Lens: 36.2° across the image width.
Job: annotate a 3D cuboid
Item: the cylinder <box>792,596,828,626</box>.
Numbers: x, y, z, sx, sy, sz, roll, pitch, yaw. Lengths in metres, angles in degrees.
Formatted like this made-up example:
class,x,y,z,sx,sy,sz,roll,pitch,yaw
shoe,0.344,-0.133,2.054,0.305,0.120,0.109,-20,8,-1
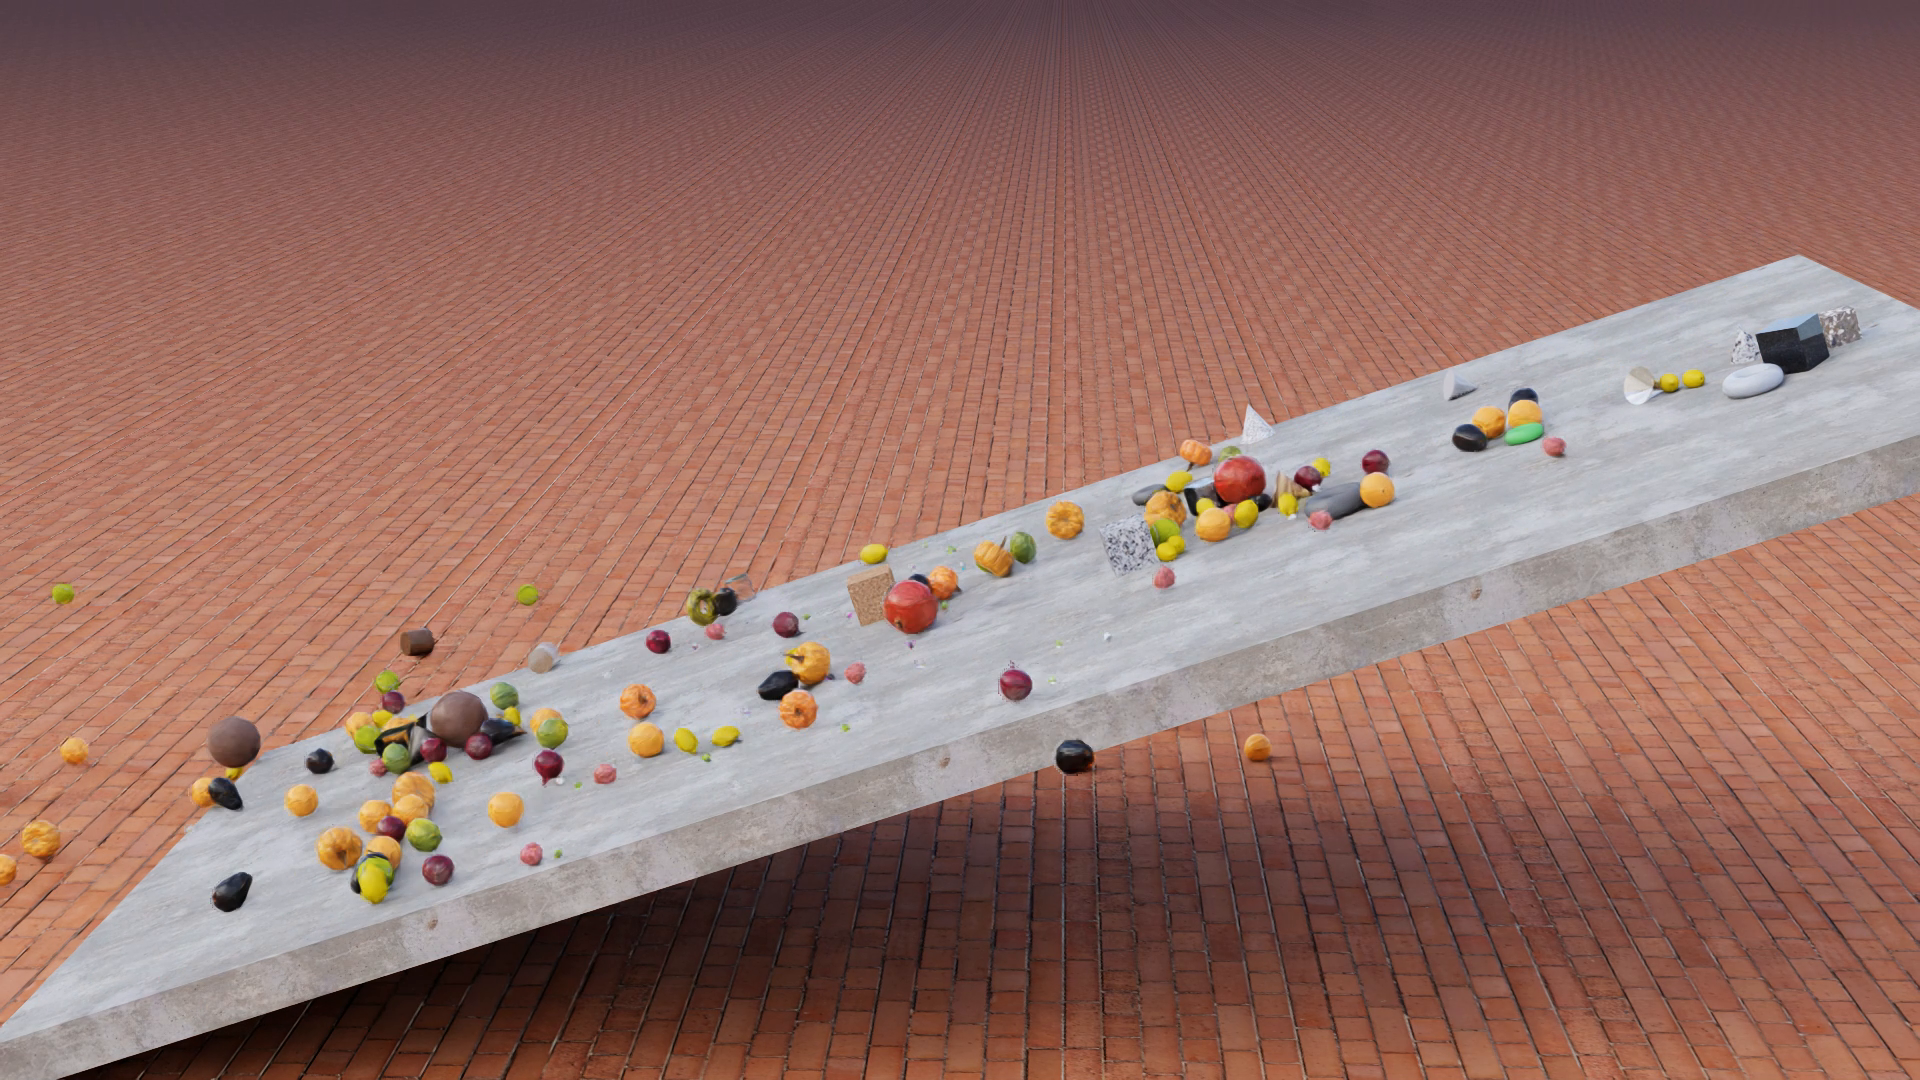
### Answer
class,x,y,z,sx,sy,sz,roll,pitch,yaw
cylinder,-0.346,0.177,6.800,0.076,0.076,0.076,9,11,-2

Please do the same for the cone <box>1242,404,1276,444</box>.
class,x,y,z,sx,sy,sz,roll,pitch,yaw
cone,0.708,-0.289,7.106,0.088,0.088,0.088,-18,11,4

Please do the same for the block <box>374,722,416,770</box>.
class,x,y,z,sx,sy,sz,roll,pitch,yaw
block,-1.290,0.475,6.768,0.075,0.075,0.075,-17,11,13

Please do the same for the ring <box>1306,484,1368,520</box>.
class,x,y,z,sx,sy,sz,roll,pitch,yaw
ring,0.775,-0.078,6.053,0.137,0.046,0.137,-20,9,3

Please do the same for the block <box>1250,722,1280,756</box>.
class,x,y,z,sx,sy,sz,roll,pitch,yaw
block,0.805,0.525,7.764,0.054,0.054,0.054,18,47,29

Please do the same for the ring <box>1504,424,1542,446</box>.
class,x,y,z,sx,sy,sz,roll,pitch,yaw
ring,1.173,-0.220,6.126,0.083,0.028,0.083,-19,10,3

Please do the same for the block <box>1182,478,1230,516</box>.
class,x,y,z,sx,sy,sz,roll,pitch,yaw
block,0.545,-0.096,6.493,0.064,0.064,0.064,-25,12,-30

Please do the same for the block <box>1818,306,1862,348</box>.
class,x,y,z,sx,sy,sz,roll,pitch,yaw
block,1.800,-0.437,6.028,0.065,0.065,0.065,-19,11,2

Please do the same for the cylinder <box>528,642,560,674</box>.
class,x,y,z,sx,sy,sz,roll,pitch,yaw
cylinder,-1.028,0.291,7.265,0.065,0.065,0.065,2,14,7

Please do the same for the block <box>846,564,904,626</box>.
class,x,y,z,sx,sy,sz,roll,pitch,yaw
block,-0.190,0.123,6.572,0.099,0.099,0.099,-19,11,2

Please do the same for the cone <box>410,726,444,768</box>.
class,x,y,z,sx,sy,sz,roll,pitch,yaw
cone,-1.235,0.487,6.713,0.086,0.086,0.086,7,51,30

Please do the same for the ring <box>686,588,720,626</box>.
class,x,y,z,sx,sy,sz,roll,pitch,yaw
ring,-0.622,0.162,7.118,0.093,0.093,0.031,-12,0,-45

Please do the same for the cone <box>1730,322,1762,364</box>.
class,x,y,z,sx,sy,sz,roll,pitch,yaw
cone,1.645,-0.419,6.171,0.077,0.077,0.077,-18,11,4

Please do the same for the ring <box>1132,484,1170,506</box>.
class,x,y,z,sx,sy,sz,roll,pitch,yaw
ring,0.442,-0.106,6.807,0.091,0.030,0.091,-19,9,3

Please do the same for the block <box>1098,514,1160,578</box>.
class,x,y,z,sx,sy,sz,roll,pitch,yaw
block,0.355,0.011,6.198,0.096,0.096,0.096,-19,11,-1

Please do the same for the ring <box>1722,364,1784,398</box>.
class,x,y,z,sx,sy,sz,roll,pitch,yaw
ring,1.583,-0.318,5.872,0.122,0.041,0.122,-19,12,4

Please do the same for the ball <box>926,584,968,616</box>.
class,x,y,z,sx,sy,sz,roll,pitch,yaw
ball,-0.028,0.139,6.410,0.090,0.090,0.090,0,12,0

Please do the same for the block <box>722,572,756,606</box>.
class,x,y,z,sx,sy,sz,roll,pitch,yaw
block,-0.545,0.123,7.284,0.061,0.061,0.061,-21,11,-8

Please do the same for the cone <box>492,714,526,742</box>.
class,x,y,z,sx,sy,sz,roll,pitch,yaw
cone,-1.013,0.430,6.637,0.068,0.068,0.068,9,13,3

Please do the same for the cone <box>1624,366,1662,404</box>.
class,x,y,z,sx,sy,sz,roll,pitch,yaw
cone,1.440,-0.317,6.126,0.080,0.080,0.080,7,6,-37

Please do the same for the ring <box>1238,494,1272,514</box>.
class,x,y,z,sx,sy,sz,roll,pitch,yaw
ring,0.635,-0.076,6.342,0.077,0.026,0.077,-18,12,4

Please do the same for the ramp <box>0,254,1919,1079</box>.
class,x,y,z,sx,sy,sz,roll,pitch,yaw
ramp,0.106,0.181,6.306,4.000,0.100,2.000,-18,11,6

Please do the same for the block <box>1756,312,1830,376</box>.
class,x,y,z,sx,sy,sz,roll,pitch,yaw
block,1.681,-0.393,5.937,0.093,0.093,0.093,-8,15,46
